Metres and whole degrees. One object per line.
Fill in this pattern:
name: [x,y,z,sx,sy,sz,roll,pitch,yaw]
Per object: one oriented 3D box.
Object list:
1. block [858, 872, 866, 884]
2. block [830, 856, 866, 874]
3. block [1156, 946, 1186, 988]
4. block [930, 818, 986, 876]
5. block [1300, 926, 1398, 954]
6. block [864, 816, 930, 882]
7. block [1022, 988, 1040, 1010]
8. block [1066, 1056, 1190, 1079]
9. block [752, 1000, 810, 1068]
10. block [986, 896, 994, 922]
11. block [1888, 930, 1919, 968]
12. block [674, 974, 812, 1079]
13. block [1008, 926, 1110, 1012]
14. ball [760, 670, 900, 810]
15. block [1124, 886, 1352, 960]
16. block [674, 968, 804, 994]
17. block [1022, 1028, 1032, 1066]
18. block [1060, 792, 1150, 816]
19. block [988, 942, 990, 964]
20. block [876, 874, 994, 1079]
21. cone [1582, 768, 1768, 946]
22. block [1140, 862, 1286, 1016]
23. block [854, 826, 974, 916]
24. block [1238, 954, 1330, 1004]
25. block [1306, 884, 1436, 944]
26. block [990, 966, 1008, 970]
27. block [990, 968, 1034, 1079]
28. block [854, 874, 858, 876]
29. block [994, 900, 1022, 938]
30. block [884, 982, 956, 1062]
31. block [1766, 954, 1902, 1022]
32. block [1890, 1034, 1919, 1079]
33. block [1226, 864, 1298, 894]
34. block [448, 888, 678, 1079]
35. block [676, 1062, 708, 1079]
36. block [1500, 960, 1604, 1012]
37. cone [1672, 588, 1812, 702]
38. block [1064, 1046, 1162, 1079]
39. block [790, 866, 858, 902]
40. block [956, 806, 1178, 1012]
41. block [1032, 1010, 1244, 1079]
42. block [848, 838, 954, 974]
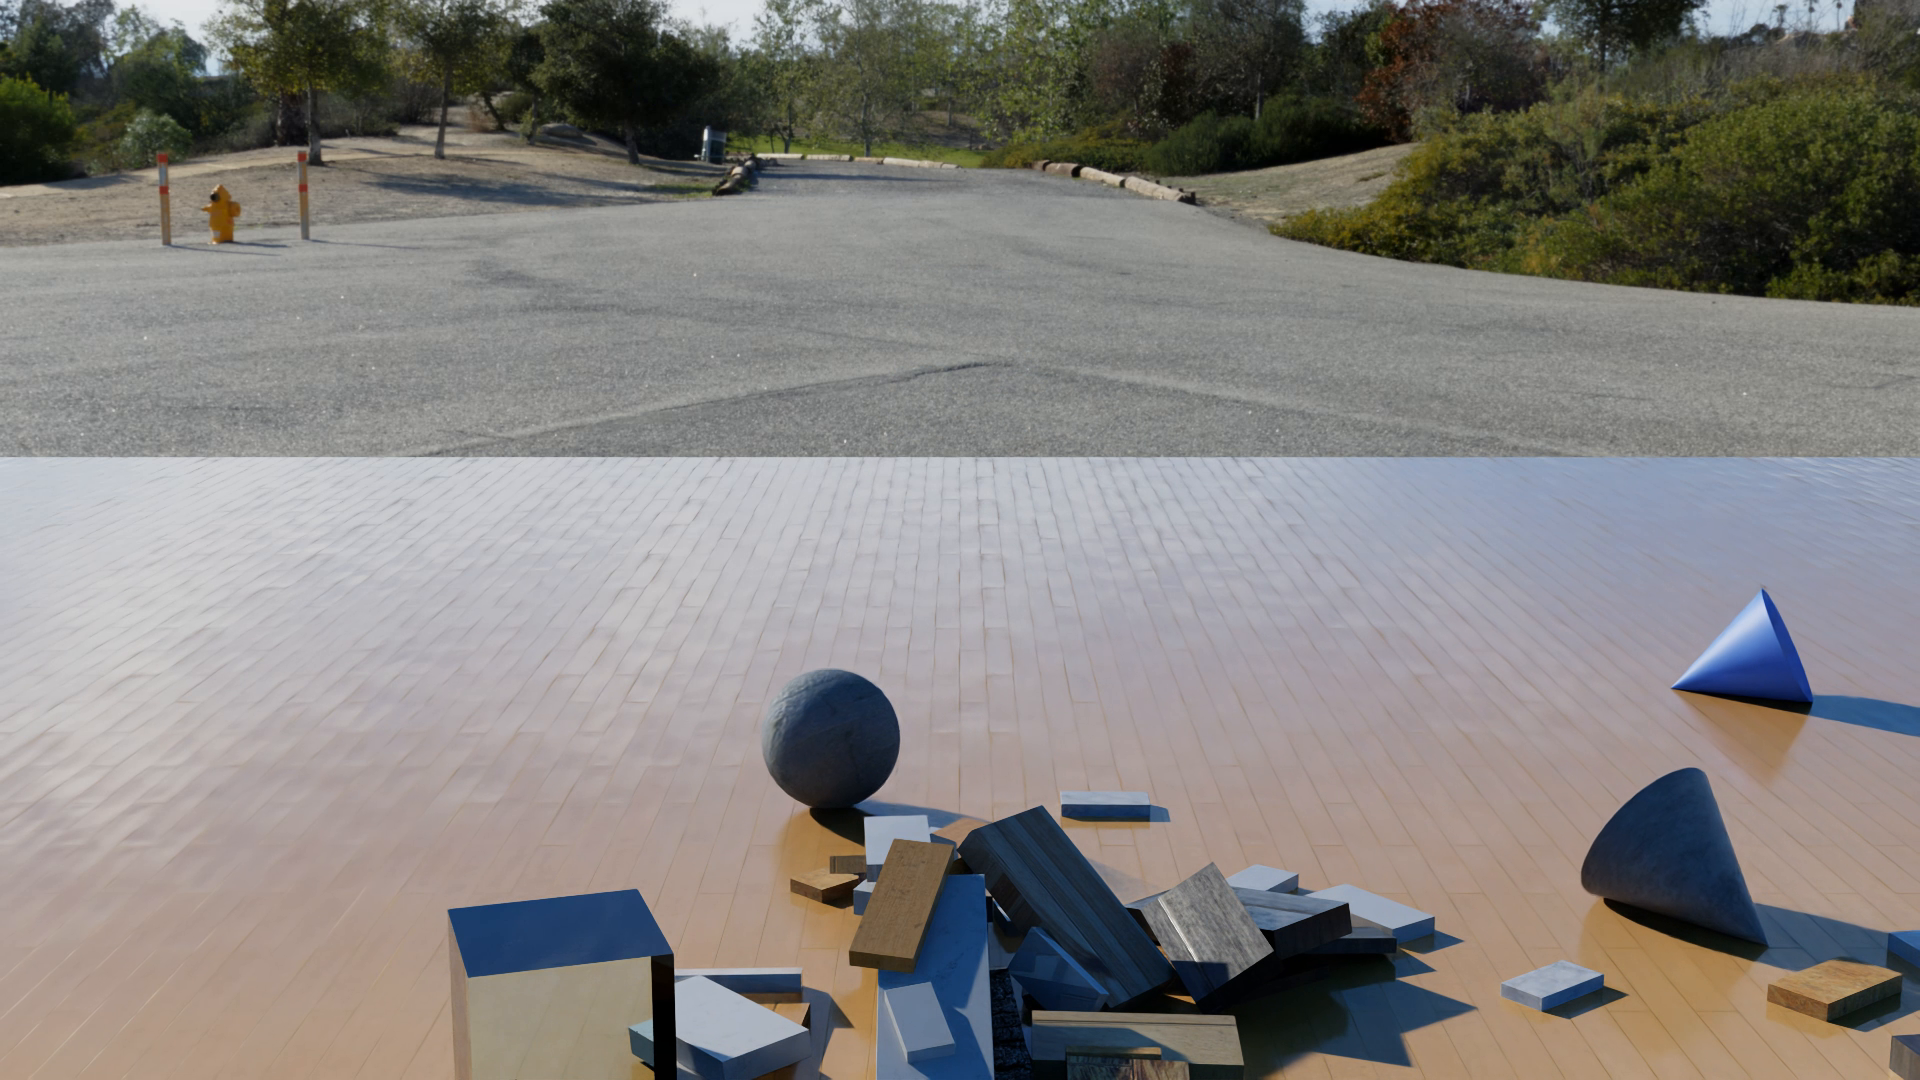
block: [-0.088,0.550,3.494,0.136,0.039,0.273,-1,-10,-1]
block: [-0.106,0.514,3.478,0.095,0.027,0.191,-9,-13,39]
block: [0.268,0.641,3.318,0.191,0.027,0.095,1,11,7]
block: [-0.012,0.467,3.307,0.095,0.027,0.191,10,17,36]
block: [0.579,0.617,3.390,0.165,0.023,0.082,2,2,-15]
block: [-0.092,0.454,3.247,0.095,0.027,0.191,-1,14,-3]
block: [0.137,0.631,3.313,0.076,0.022,0.276,-22,8,8]
block: [0.204,0.728,2.627,0.152,0.043,0.303,3,22,1]
block: [-0.264,0.689,3.073,0.085,0.024,0.169,1,11,5]
block: [-0.023,0.573,3.404,0.136,0.039,0.273,0,-10,-2]
block: [1.508,0.638,3.334,0.096,0.027,0.193,-2,11,-10]
block: [-0.340,0.670,3.014,0.134,0.038,0.293,-13,13,-35]
block: [0.137,0.626,3.115,0.022,0.077,0.153,14,20,-49]
ball: [-0.242,0.373,4.121,0.261,0.261,0.261,0,11,0]
block: [0.423,0.586,3.398,0.166,0.047,0.331,-11,5,-38]
block: [-0.327,0.646,3.223,0.191,0.027,0.095,0,-6,-2]
block: [0.179,0.713,2.826,0.152,0.043,0.303,-2,15,-9]
block: [0.271,0.494,4.120,0.165,0.023,0.082,0,11,1]
block: [-0.008,0.610,3.218,0.102,0.029,0.203,0,-7,1]
block: [-0.033,0.577,2.818,0.143,0.040,0.432,-1,28,-1]
cone: [1.192,0.556,3.516,0.272,0.272,0.272,-7,40,-34]
block: [0.370,0.588,3.248,0.134,0.038,0.268,-34,24,0]
block: [-0.038,0.503,3.298,0.136,0.039,0.273,6,15,23]
block: [0.461,0.651,3.283,0.179,0.021,0.074,-7,13,-34]
block: [0.657,0.601,3.536,0.096,0.027,0.193,-8,13,-35]
block: [-0.012,0.643,3.060,0.166,0.047,0.332,0,-2,0]
block: [0.002,0.666,2.745,0.166,0.047,0.332,-4,28,-7]
block: [-0.091,0.547,3.651,0.080,0.023,0.159,-15,-20,43]
block: [0.160,0.601,3.534,0.197,0.027,0.095,-2,11,-12]
block: [-0.050,0.596,2.722,0.060,0.017,0.120,-8,29,-13]
block: [1.286,0.657,3.231,0.193,0.027,0.096,-8,13,-36]
block: [1.378,0.739,2.740,0.166,0.047,0.517,-1,11,-8]
block: [0.486,0.580,3.661,0.082,0.023,0.165,8,13,38]
block: [-0.512,0.620,2.821,0.250,0.250,0.250,-3,11,-18]
block: [-0.356,0.696,3.052,0.060,0.017,0.320,0,11,-2]
block: [0.875,0.658,3.248,0.148,0.021,0.074,-8,13,-38]
cone: [1.734,0.287,4.965,0.272,0.272,0.272,-25,0,24]
block: [0.193,0.672,2.781,0.120,0.060,0.017,1,15,1]
block: [-0.199,0.572,3.705,0.159,0.023,0.080,-10,15,-44]
block: [0.158,0.548,3.234,0.166,0.047,0.331,-12,54,-48]
block: [0.228,0.663,2.856,0.268,0.038,0.134,1,15,1]
block: [-0.075,0.484,2.925,0.085,0.024,0.248,5,29,11]
